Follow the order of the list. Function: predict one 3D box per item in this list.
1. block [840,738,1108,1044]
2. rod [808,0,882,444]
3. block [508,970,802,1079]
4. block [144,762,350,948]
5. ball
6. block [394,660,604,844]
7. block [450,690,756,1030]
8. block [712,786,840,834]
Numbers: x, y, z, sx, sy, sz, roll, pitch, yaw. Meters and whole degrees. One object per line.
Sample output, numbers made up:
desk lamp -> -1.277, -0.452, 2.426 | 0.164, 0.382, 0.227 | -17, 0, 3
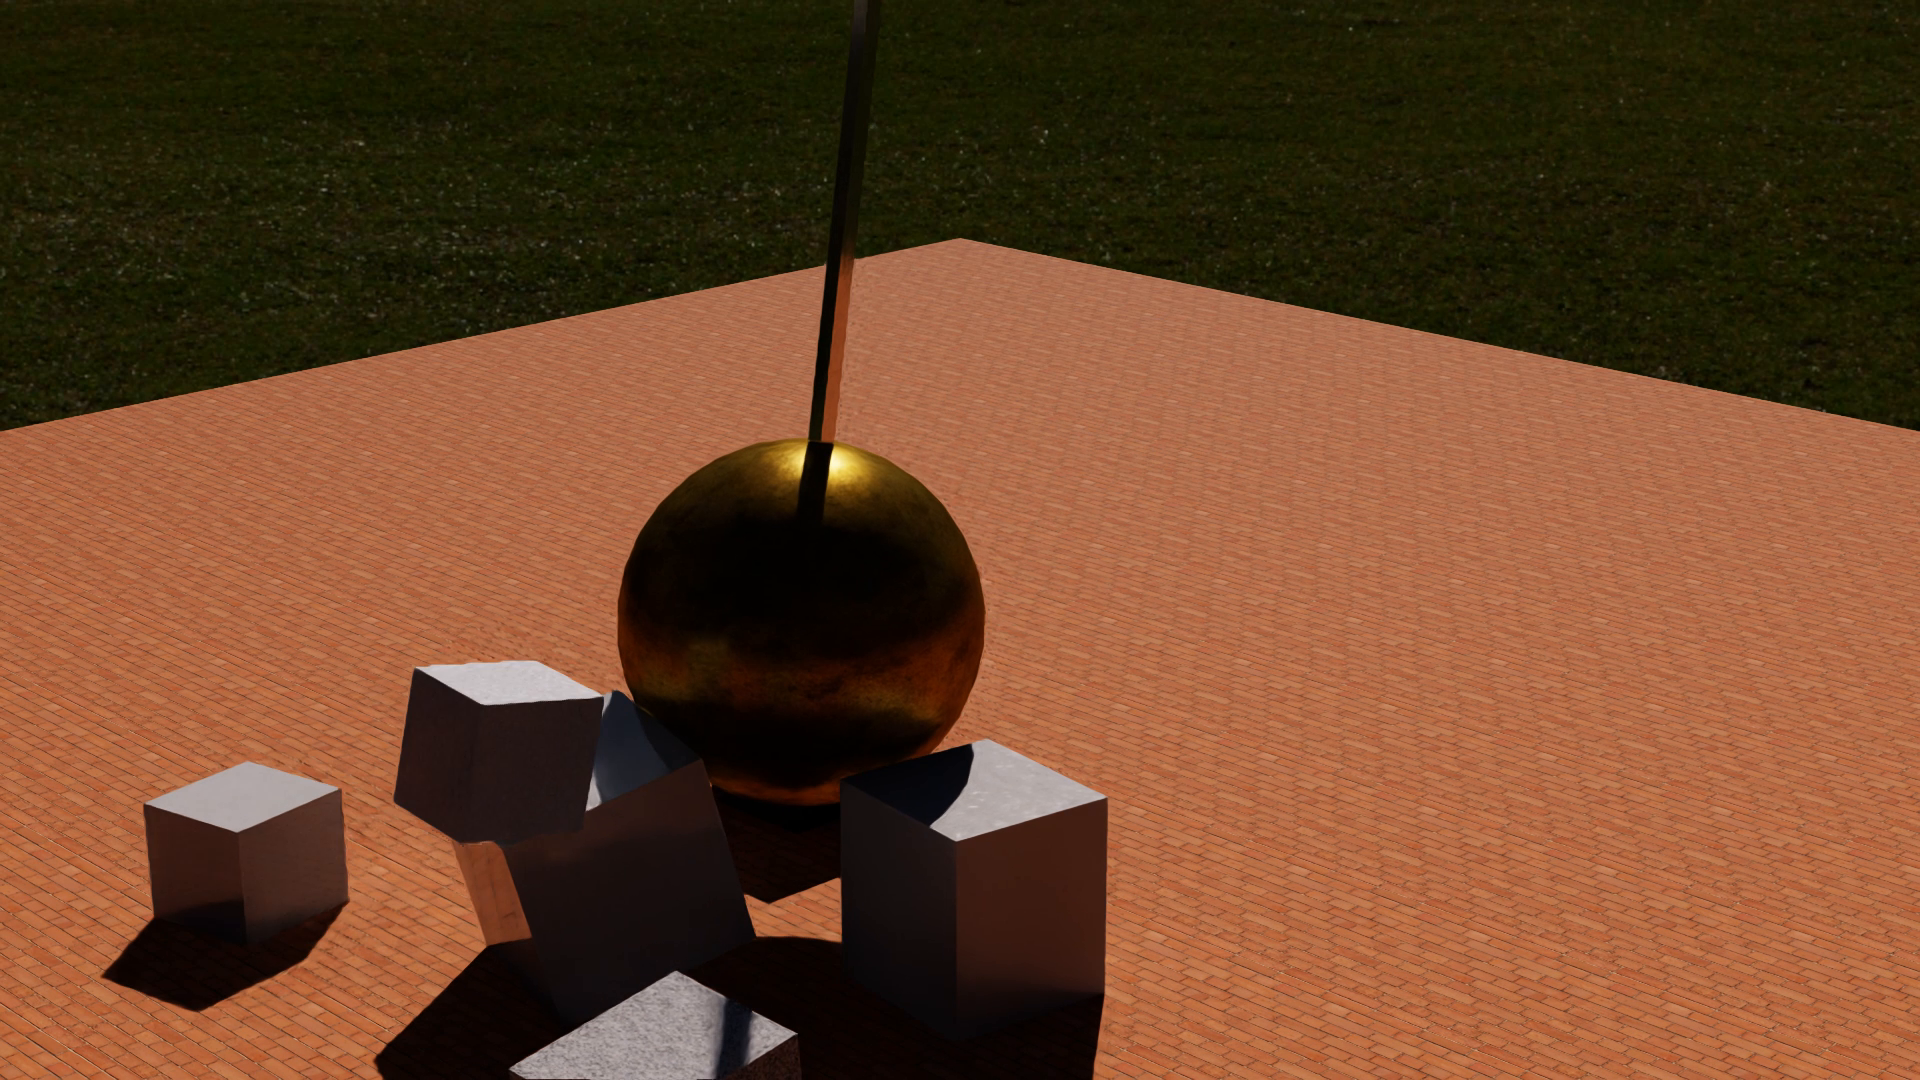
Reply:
block -> 0.053, 1.448, 12.256 | 0.774, 0.888, 0.820 | -12, 21, -35
rod -> -0.298, -2.960, 12.099 | 0.080, 5.200, 0.080 | 17, 15, 42
block -> -1.023, 2.096, 10.189 | 0.635, 0.769, 0.760 | 19, 33, 41
block -> -3.164, 1.387, 13.022 | 0.598, 0.541, 0.604 | 11, 21, 33
ball -> -0.688, 0.358, 12.733 | 1.600, 1.600, 1.600 | 0, 17, 0
block -> -1.811, 0.823, 11.521 | 0.581, 0.559, 0.473 | -1, 17, -45
block -> -1.550, 1.325, 12.334 | 0.895, 0.878, 0.919 | -24, 26, -21
block -> -0.735, 0.917, 14.255 | 0.711, 0.703, 0.627 | -16, 24, -41
